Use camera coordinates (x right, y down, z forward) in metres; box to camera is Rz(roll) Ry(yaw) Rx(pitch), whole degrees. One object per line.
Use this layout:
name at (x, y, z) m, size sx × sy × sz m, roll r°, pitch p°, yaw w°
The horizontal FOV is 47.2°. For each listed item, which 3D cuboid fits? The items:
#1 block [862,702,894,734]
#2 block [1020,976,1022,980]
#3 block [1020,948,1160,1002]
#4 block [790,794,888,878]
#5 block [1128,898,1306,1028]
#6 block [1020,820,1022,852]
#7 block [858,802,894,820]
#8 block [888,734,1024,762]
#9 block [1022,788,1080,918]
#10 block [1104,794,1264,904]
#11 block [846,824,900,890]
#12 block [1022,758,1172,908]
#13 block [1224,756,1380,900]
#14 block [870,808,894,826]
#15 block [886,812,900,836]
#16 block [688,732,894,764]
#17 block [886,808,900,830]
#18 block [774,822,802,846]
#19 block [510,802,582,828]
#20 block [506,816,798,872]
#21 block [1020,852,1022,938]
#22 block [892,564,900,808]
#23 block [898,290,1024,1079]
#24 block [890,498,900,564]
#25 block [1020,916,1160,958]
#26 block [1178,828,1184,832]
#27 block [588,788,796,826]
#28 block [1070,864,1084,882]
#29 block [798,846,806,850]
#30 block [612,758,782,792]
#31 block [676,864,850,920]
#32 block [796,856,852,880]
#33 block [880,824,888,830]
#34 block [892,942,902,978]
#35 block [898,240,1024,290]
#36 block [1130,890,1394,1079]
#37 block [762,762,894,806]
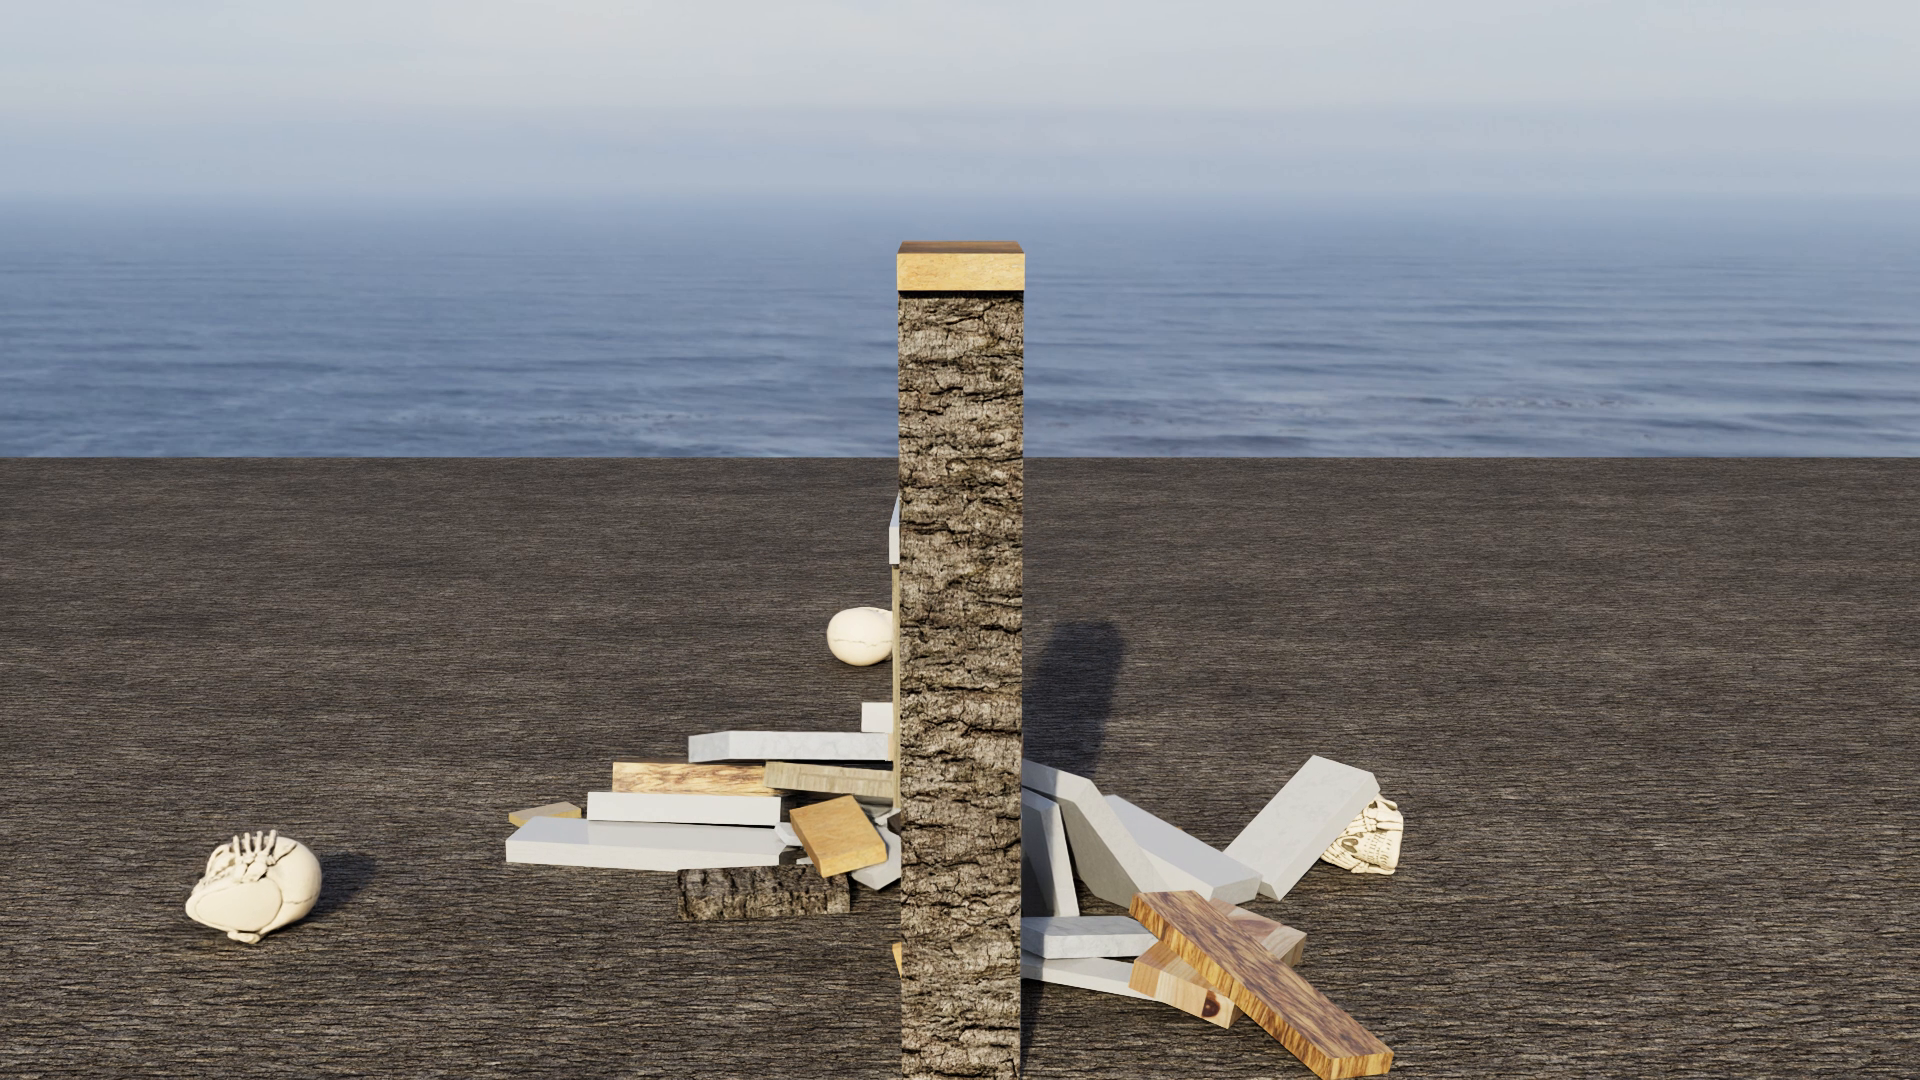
block at (-0.031, 0.325, 3.948) m, size 0.163 × 0.046 × 0.960 m, roll 0°, pitch -5°, yaw 5°
block at (0.089, 0.641, 3.338) m, size 0.143 × 0.020 × 0.072 m, roll -7°, pitch 13°, yaw -34°
block at (0.205, 0.643, 3.259) m, size 0.305 × 0.020 × 0.072 m, roll 7°, pitch 13°, yaw 14°
block at (-0.209, 0.502, 3.743) m, size 0.113 × 0.032 × 0.226 m, roll -12°, pitch 18°, yaw -14°
block at (0.386, 0.623, 3.265) m, size 0.157 × 0.044 × 0.314 m, roll 19°, pitch 16°, yaw 24°
block at (0.003, 0.361, 3.055) m, size 0.157 × 0.045 × 0.315 m, roll 0°, pitch 11°, yaw 0°
block at (-0.121, 0.497, 4.091) m, size 0.103 × 0.029 × 0.207 m, roll 5°, pitch 12°, yaw 27°
block at (-0.003, 0.320, 3.402) m, size 0.144 × 0.041 × 0.287 m, roll -2°, pitch -5°, yaw 14°
block at (0.128, 0.511, 3.445) m, size 0.033 × 0.236 × 0.118 m, roll -20°, pitch 19°, yaw -27°
block at (0.330, 0.518, 3.662) m, size 0.314 × 0.044 × 0.157 m, roll 26°, pitch 16°, yaw 35°
block at (-0.160, 0.531, 3.743) m, size 0.104 × 0.029 × 0.208 m, roll -26°, pitch 23°, yaw -30°
block at (0.213, 0.481, 3.519) m, size 0.157 × 0.314 × 0.044 m, roll 12°, pitch 56°, yaw 48°
block at (0.572, 0.486, 3.733) m, size 0.277 × 0.039 × 0.139 m, roll -42°, pitch 31°, yaw -23°
block at (-0.158, 0.508, 3.935) m, size 0.104 × 0.015 × 0.052 m, roll -27°, pitch -1°, yaw 24°
block at (-0.029, 0.517, 3.750) m, size 0.104 × 0.029 × 0.208 m, roll -24°, pitch 36°, yaw -21°
block at (-0.264, 0.390, 4.120) m, size 0.455 × 0.049 × 0.174 m, roll 4°, pitch -9°, yaw -31°
block at (-0.024, 0.507, 3.820) m, size 0.208 × 0.029 × 0.104 m, roll 0°, pitch 33°, yaw 15°
block at (-0.260, 0.516, 3.847) m, size 0.117 × 0.017 × 0.059 m, roll 8°, pitch 15°, yaw -30°
block at (-0.766, 0.508, 4.063) m, size 0.117 × 0.017 × 0.059 m, roll -8°, pitch 13°, yaw -37°
block at (-0.538, 0.536, 3.852) m, size 0.488 × 0.039 × 0.139 m, roll 2°, pitch 11°, yaw 9°
block at (0.003, 0.557, 2.985) m, size 0.157 × 0.315 × 0.045 m, roll 0°, pitch 11°, yaw 0°
block at (-0.004, 0.188, 2.935) m, size 0.170 × 0.340 × 0.048 m, roll 0°, pitch 11°, yaw 0°
block at (0.001, 0.205, 2.838) m, size 0.156 × 1.059 × 0.044 m, roll 0°, pitch 11°, yaw 0°
block at (-0.003, -0.024, 3.007) m, size 0.170 × 0.048 × 0.340 m, roll 0°, pitch 11°, yaw 1°
block at (0.193, 0.605, 3.357) m, size 0.236 × 0.033 × 0.118 m, roll 6°, pitch 2°, yaw -35°
block at (0.359, 0.548, 3.810) m, size 0.108 × 0.030 × 0.215 m, roll -2°, pitch 11°, yaw -11°
block at (-0.483, 0.484, 3.989) m, size 0.347 × 0.049 × 0.174 m, roll 1°, pitch -4°, yaw 5°
block at (0.140, 0.529, 3.679) m, size 0.215 × 0.030 × 0.108 m, roll 23°, pitch -4°, yaw -34°
block at (-0.249, 0.538, 3.902) m, size 0.059 × 0.017 × 0.117 m, roll -9°, pitch 14°, yaw -40°
block at (-0.476, 0.445, 4.169) m, size 0.347 × 0.049 × 0.174 m, roll 2°, pitch -3°, yaw -5°
block at (-0.326, 0.578, 3.624) m, size 0.277 × 0.039 × 0.139 m, roll -1°, pitch 11°, yaw -7°
block at (-0.230, 0.564, 3.770) m, size 0.052 × 0.015 × 0.104 m, roll -7°, pitch 13°, yaw -35°
block at (-0.065, 0.508, 3.961) m, size 0.103 × 0.029 × 0.207 m, roll -1°, pitch 13°, yaw 30°
block at (-0.021, 0.615, 3.242) m, size 0.143 × 0.072 × 0.020 m, roll -15°, pitch 10°, yaw 3°
block at (0.000, -0.356, 2.839) m, size 0.156 × 0.044 × 0.311 m, roll 0°, pitch 11°, yaw 0°
block at (0.419, 0.625, 3.135) m, size 0.113 × 0.032 × 0.483 m, roll 3°, pitch 17°, yaw -31°
block at (-0.175, 0.445, 3.972) m, size 0.327 × 0.046 × 0.163 m, roll 0°, pitch -13°, yaw 33°
